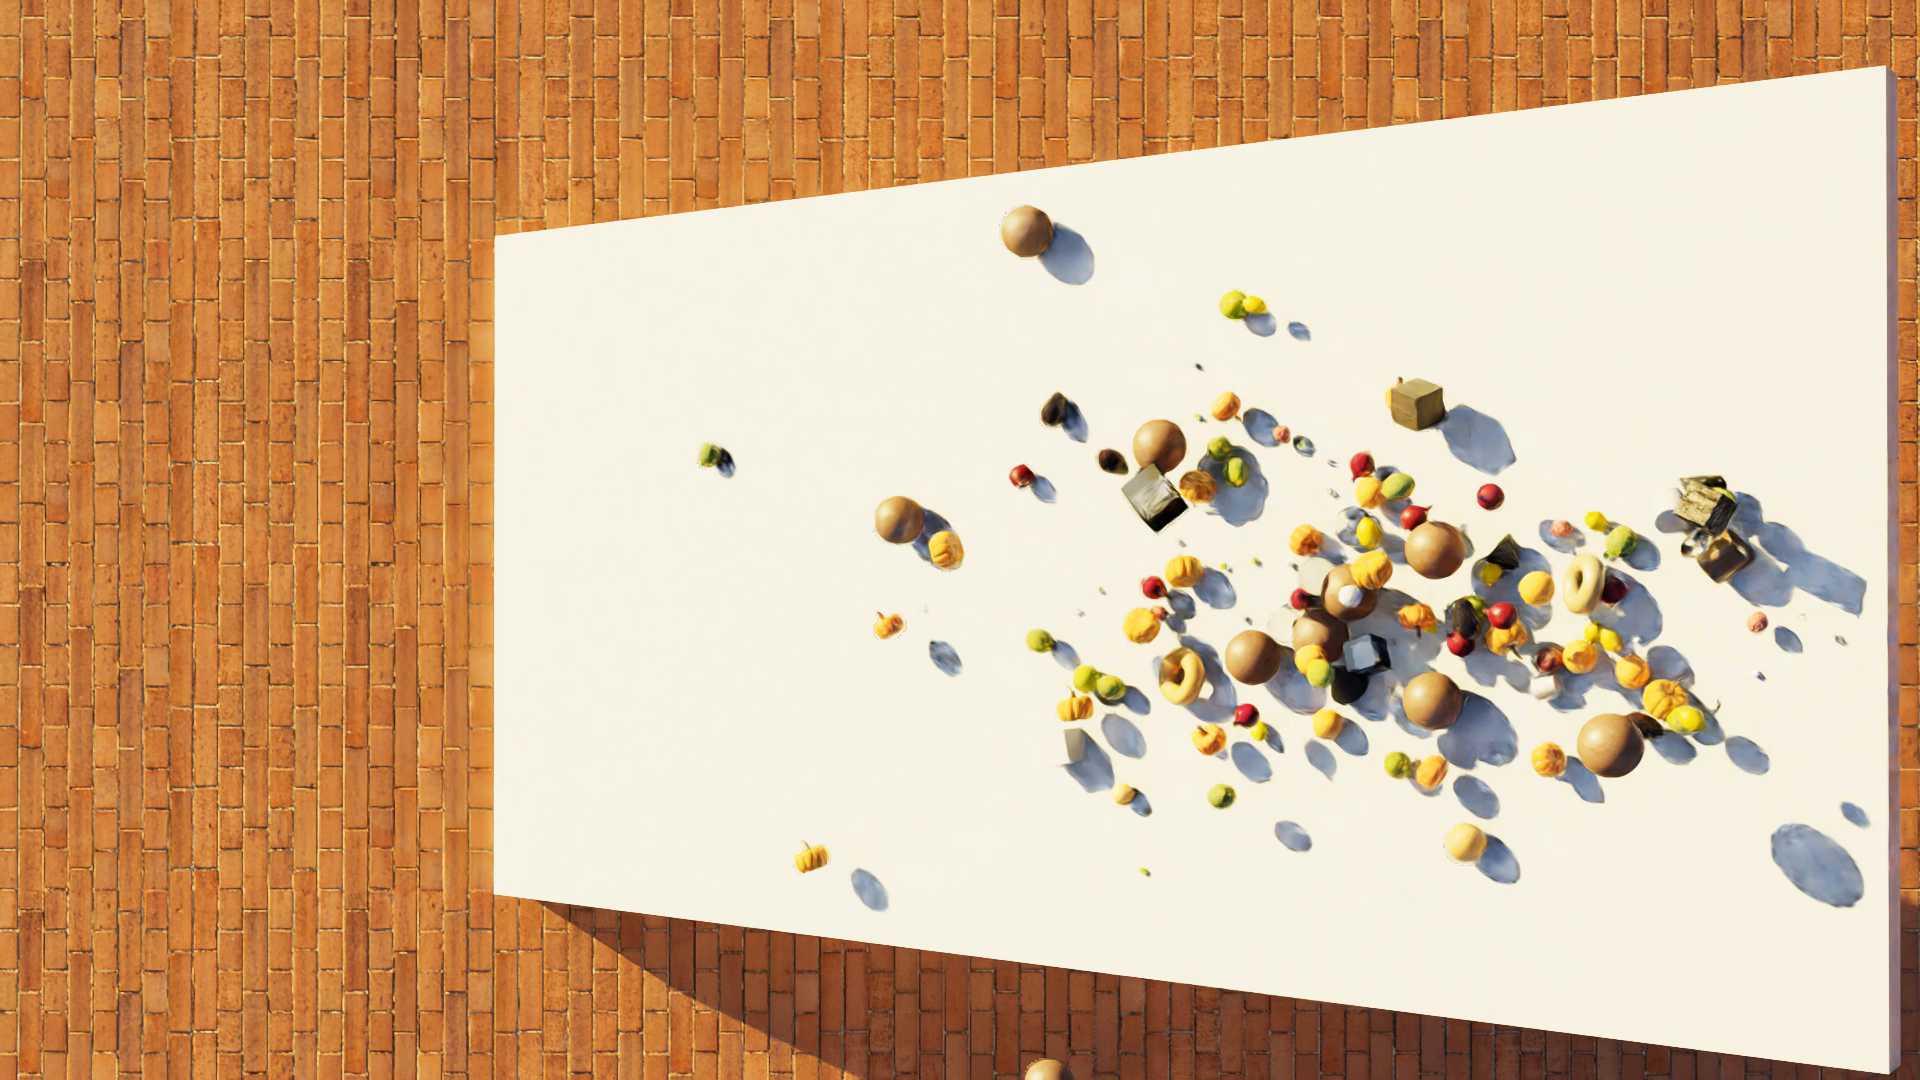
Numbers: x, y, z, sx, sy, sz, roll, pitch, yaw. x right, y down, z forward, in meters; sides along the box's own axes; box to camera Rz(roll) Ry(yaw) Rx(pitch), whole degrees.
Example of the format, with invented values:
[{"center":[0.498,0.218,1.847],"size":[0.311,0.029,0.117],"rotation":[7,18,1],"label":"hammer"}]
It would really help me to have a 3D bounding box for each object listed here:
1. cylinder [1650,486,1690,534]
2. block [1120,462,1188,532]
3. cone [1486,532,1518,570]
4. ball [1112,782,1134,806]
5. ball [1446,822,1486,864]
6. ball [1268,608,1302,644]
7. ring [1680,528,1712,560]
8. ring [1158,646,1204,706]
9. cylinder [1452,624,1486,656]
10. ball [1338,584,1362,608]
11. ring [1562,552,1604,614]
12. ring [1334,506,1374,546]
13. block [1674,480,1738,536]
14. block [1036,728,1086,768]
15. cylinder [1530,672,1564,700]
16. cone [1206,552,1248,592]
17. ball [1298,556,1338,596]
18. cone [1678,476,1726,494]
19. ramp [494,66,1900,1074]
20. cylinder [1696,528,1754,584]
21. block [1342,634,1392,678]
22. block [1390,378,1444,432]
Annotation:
[{"center":[1.472,-0.061,4.557],"size":[0.070,0.070,0.070],"rotation":[4,132,4],"label":"cylinder"},{"center":[0.436,-0.094,4.928],"size":[0.094,0.094,0.094],"rotation":[-38,54,9],"label":"block"},{"center":[1.192,0.016,4.803],"size":[0.072,0.072,0.072],"rotation":[19,69,0],"label":"cone"},{"center":[0.396,0.618,5.354],"size":[0.055,0.055,0.055],"rotation":[0,90,0],"label":"ball"},{"center":[1.110,0.664,4.823],"size":[0.089,0.089,0.089],"rotation":[0,90,0],"label":"ball"},{"center":[0.752,0.198,5.086],"size":[0.081,0.081,0.081],"rotation":[0,90,0],"label":"ball"},{"center":[1.497,0.007,4.470],"size":[0.077,0.077,0.026],"rotation":[-39,55,0],"label":"ring"},{"center":[0.528,0.326,5.249],"size":[0.047,0.142,0.142],"rotation":[9,89,-36],"label":"ring"},{"center":[1.120,0.219,4.833],"size":[0.057,0.057,0.057],"rotation":[-19,85,0],"label":"cylinder"},{"center":[0.854,0.124,4.810],"size":[0.052,0.052,0.052],"rotation":[0,90,0],"label":"ball"},{"center":[1.322,0.093,4.663],"size":[0.045,0.135,0.135],"rotation":[11,90,-10],"label":"ring"},{"center":[0.898,-0.032,5.014],"size":[0.095,0.032,0.095],"rotation":[1,91,34],"label":"ring"},{"center":[1.490,-0.063,4.393],"size":[0.074,0.074,0.074],"rotation":[25,95,-43],"label":"block"},{"center":[0.251,0.513,5.441],"size":[0.082,0.082,0.082],"rotation":[-14,81,35],"label":"block"},{"center":[1.264,0.315,4.737],"size":[0.052,0.052,0.052],"rotation":[-20,90,34],"label":"cylinder"},{"center":[0.626,0.070,5.214],"size":[0.098,0.098,0.098],"rotation":[0,97,0],"label":"cone"},{"center":[0.817,0.083,5.028],"size":[0.090,0.090,0.090],"rotation":[0,90,0],"label":"ball"},{"center":[1.517,-0.111,4.547],"size":[0.092,0.092,0.092],"rotation":[-14,122,-23],"label":"cone"},{"center":[0.241,0.067,5.564],"size":[4.000,0.100,2.000],"rotation":[0,89,36],"label":"ramp"},{"center":[1.565,0.034,4.505],"size":[0.083,0.083,0.083],"rotation":[48,118,0],"label":"cylinder"},{"center":[0.908,0.259,4.902],"size":[0.071,0.071,0.071],"rotation":[-24,64,35],"label":"block"},{"center":[1.007,-0.298,4.841],"size":[0.081,0.081,0.081],"rotation":[-23,121,-25],"label":"block"}]
